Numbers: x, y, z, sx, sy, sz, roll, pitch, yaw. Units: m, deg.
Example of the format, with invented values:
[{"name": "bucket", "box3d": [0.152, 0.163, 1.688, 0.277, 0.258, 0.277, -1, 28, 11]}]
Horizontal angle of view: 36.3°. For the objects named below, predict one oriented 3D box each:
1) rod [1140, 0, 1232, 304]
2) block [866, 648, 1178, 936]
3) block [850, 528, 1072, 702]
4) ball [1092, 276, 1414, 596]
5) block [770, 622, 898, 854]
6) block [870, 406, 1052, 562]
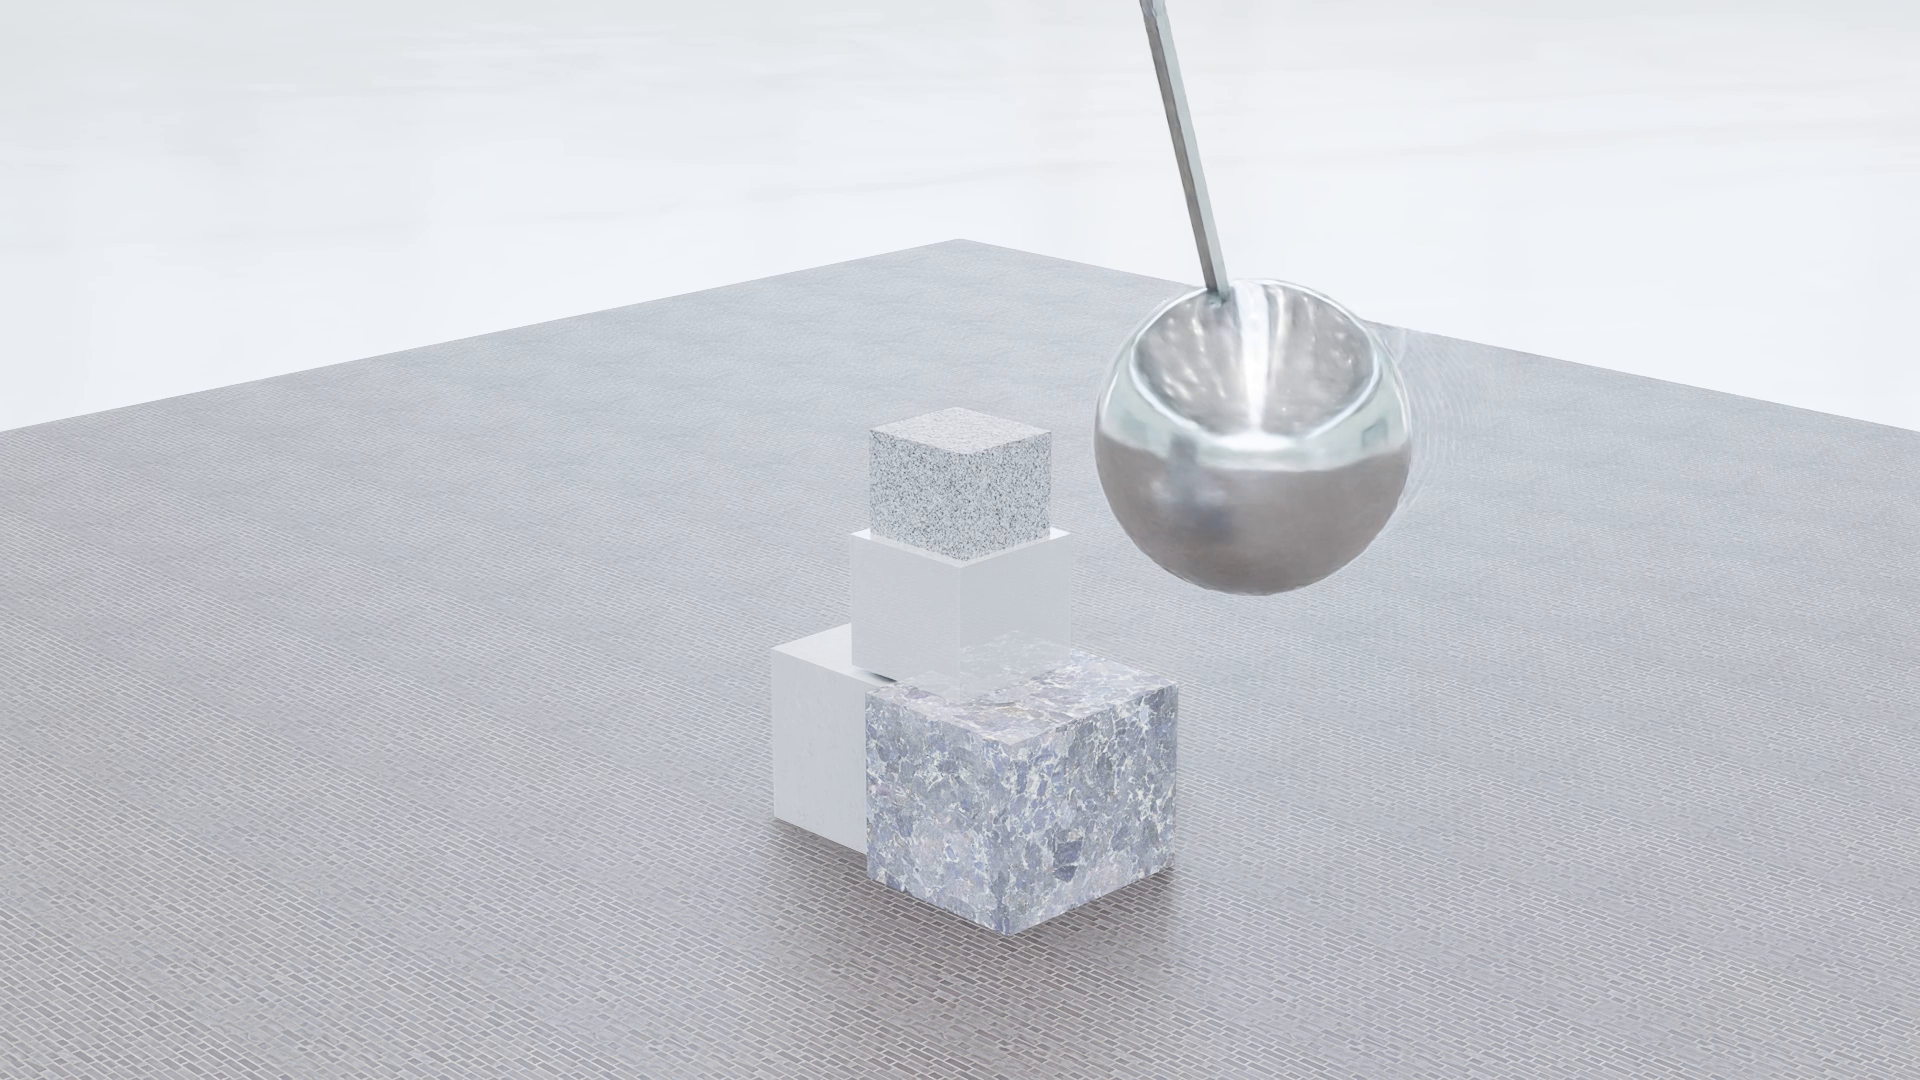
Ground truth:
[{"name": "rod", "box3d": [0.636, -3.312, 12.967, 0.080, 5.200, 0.080, 17, 44, 42]}, {"name": "block", "box3d": [0.283, 1.094, 13.367, 1.098, 0.897, 0.907, -17, 24, -42]}, {"name": "block", "box3d": [0.004, 0.272, 13.432, 0.719, 0.632, 0.707, -17, 24, -42]}, {"name": "ball", "box3d": [1.467, -0.517, 14.717, 1.600, 1.600, 1.600, 0, 17, 0]}, {"name": "block", "box3d": [-0.322, 0.923, 13.974, 0.799, 0.860, 0.820, -17, 24, -42]}, {"name": "block", "box3d": [0.001, -0.261, 13.260, 0.553, 0.490, 0.605, -17, 24, -42]}]
